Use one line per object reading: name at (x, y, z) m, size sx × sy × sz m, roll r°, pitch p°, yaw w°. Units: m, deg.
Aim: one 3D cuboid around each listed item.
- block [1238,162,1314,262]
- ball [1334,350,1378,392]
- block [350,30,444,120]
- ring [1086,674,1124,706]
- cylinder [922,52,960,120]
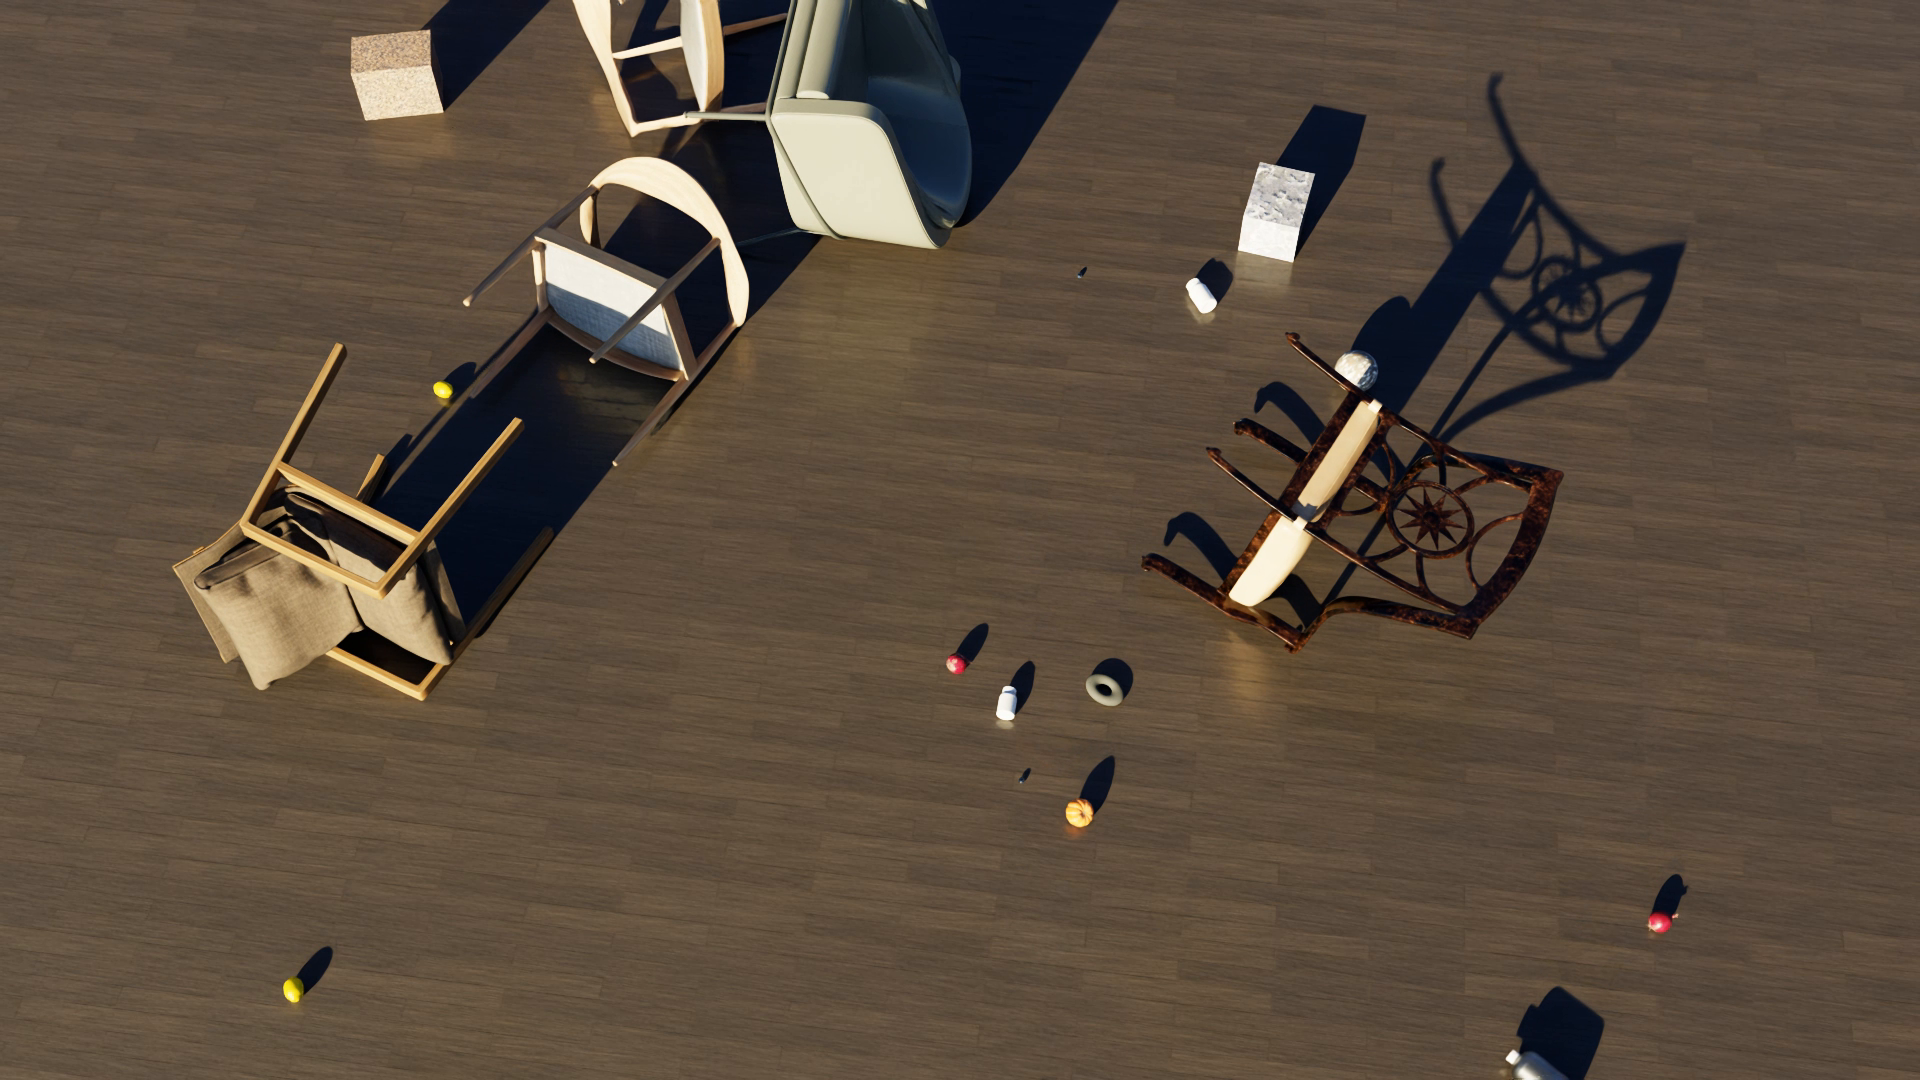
block at (1.036, -1.073, 7.195) m, size 0.183 × 0.163 × 0.247 m, roll 14°, pitch 57°, yaw 9°
ball at (1.234, -0.525, 6.845) m, size 0.134 × 0.134 × 0.134 m, roll 0°, pitch 56°, yaw 0°
block at (-1.919, -1.587, 7.507) m, size 0.265 × 0.219 × 0.173 m, roll -7°, pitch 56°, yaw -5°
ring at (0.414, 0.426, 6.271) m, size 0.122 × 0.029 × 0.089 m, roll 36°, pitch 64°, yaw 21°
cylinder at (-0.062, -1.552, 7.526) m, size 0.128 × 0.148 × 0.180 m, roll -8°, pitch 57°, yaw -6°
